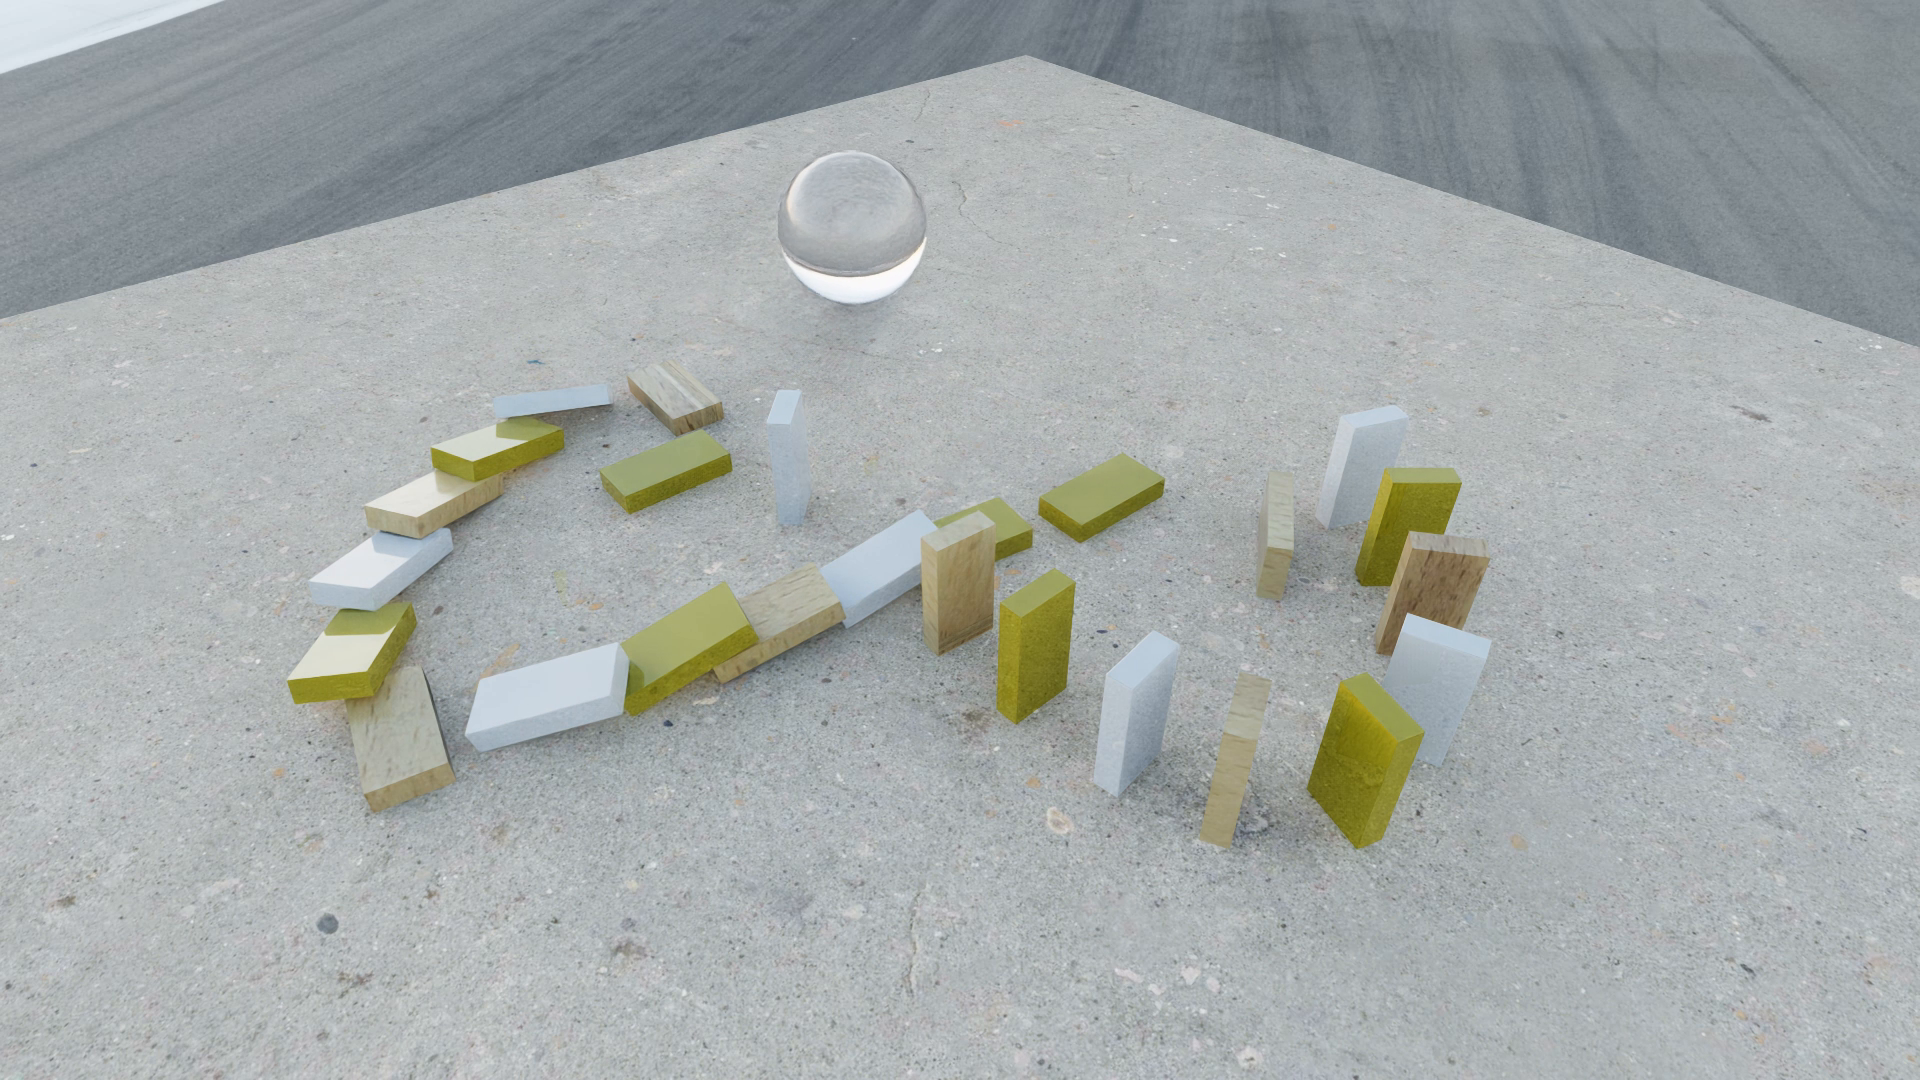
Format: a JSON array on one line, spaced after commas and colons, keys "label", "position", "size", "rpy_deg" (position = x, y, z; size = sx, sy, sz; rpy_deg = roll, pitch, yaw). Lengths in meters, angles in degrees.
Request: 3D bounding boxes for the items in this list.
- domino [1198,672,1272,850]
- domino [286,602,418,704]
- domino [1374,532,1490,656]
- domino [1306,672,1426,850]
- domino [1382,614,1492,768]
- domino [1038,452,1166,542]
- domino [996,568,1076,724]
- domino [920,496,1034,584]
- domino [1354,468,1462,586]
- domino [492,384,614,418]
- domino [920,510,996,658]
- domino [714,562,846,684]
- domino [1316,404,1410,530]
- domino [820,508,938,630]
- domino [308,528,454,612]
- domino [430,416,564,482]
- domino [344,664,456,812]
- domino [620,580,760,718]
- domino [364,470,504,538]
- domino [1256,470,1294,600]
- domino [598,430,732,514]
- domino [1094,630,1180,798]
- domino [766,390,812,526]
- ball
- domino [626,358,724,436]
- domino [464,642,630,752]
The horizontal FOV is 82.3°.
[{"label": "domino", "position": [0.082, 0.067, 0.330], "size": [0.009, 0.050, 0.025], "rpy_deg": [14, 41, 16]}, {"label": "domino", "position": [-0.212, 0.039, 0.386], "size": [0.025, 0.009, 0.050], "rpy_deg": [-6, 25, -7]}, {"label": "domino", "position": [0.165, 0.021, 0.386], "size": [0.025, 0.050, 0.009], "rpy_deg": [7, 40, 9]}, {"label": "domino", "position": [0.121, 0.067, 0.330], "size": [0.009, 0.050, 0.025], "rpy_deg": [-15, 42, -18]}, {"label": "domino", "position": [0.149, 0.049, 0.352], "size": [0.025, 0.050, 0.009], "rpy_deg": [20, 43, 22]}, {"label": "domino", "position": [0.060, -0.018, 0.466], "size": [0.050, 0.009, 0.025], "rpy_deg": [-28, 47, -30]}, {"label": "domino", "position": [0.025, 0.036, 0.368], "size": [0.025, 0.050, 0.009], "rpy_deg": [-30, 48, -32]}, {"label": "domino", "position": [0.002, 0.001, 0.443], "size": [0.050, 0.009, 0.025], "rpy_deg": [-22, 44, -24]}, {"label": "domino", "position": [0.169, -0.004, 0.417], "size": [0.025, 0.050, 0.009], "rpy_deg": [0, 39, 0]}, {"label": "domino", "position": [-0.189, -0.065, 0.514], "size": [0.050, 0.010, 0.025], "rpy_deg": [-9, 10, -11]}, {"label": "domino", "position": [-0.001, 0.016, 0.392], "size": [0.025, 0.050, 0.009], "rpy_deg": [-25, 46, -27]}, {"label": "domino", "position": [-0.070, 0.030, 0.400], "size": [0.050, 0.009, 0.025], "rpy_deg": [-28, 46, -14]}, {"label": "domino", "position": [0.163, -0.029, 0.447], "size": [0.025, 0.050, 0.010], "rpy_deg": [-12, 41, -14]}, {"label": "domino", "position": [-0.029, 0.011, 0.421], "size": [0.050, 0.009, 0.025], "rpy_deg": [-32, 47, -13]}, {"label": "domino", "position": [-0.222, 0.009, 0.424], "size": [0.025, 0.010, 0.050], "rpy_deg": [6, 28, 8]}, {"label": "domino", "position": [-0.202, -0.041, 0.484], "size": [0.025, 0.009, 0.050], "rpy_deg": [18, 29, 22]}, {"label": "domino", "position": [-0.186, 0.065, 0.365], "size": [0.025, 0.010, 0.050], "rpy_deg": [-20, 43, -23]}, {"label": "domino", "position": [-0.098, 0.038, 0.386], "size": [0.050, 0.010, 0.025], "rpy_deg": [-32, 47, -9]}, {"label": "domino", "position": [-0.216, -0.017, 0.455], "size": [0.025, 0.009, 0.050], "rpy_deg": [12, 27, 14]}, {"label": "domino", "position": [0.125, -0.003, 0.434], "size": [0.009, 0.025, 0.050], "rpy_deg": [8, 40, 10]}, {"label": "domino", "position": [-0.128, -0.031, 0.481], "size": [0.050, 0.010, 0.025], "rpy_deg": [-27, 47, -29]}, {"label": "domino", "position": [0.055, 0.055, 0.344], "size": [0.009, 0.050, 0.025], "rpy_deg": [29, 47, 31]}, {"label": "domino", "position": [-0.070, -0.034, 0.452], "size": [0.009, 0.050, 0.025], "rpy_deg": [2, 39, 3]}, {"label": "ball", "position": [-0.058, -0.168, 0.593], "size": [0.080, 0.080, 0.080], "rpy_deg": [0, 39, 0]}, {"label": "domino", "position": [-0.137, -0.069, 0.528], "size": [0.025, 0.010, 0.050], "rpy_deg": [-26, 46, -28]}, {"label": "domino", "position": [-0.138, 0.053, 0.370], "size": [0.050, 0.010, 0.025], "rpy_deg": [-15, 40, 3]}]
